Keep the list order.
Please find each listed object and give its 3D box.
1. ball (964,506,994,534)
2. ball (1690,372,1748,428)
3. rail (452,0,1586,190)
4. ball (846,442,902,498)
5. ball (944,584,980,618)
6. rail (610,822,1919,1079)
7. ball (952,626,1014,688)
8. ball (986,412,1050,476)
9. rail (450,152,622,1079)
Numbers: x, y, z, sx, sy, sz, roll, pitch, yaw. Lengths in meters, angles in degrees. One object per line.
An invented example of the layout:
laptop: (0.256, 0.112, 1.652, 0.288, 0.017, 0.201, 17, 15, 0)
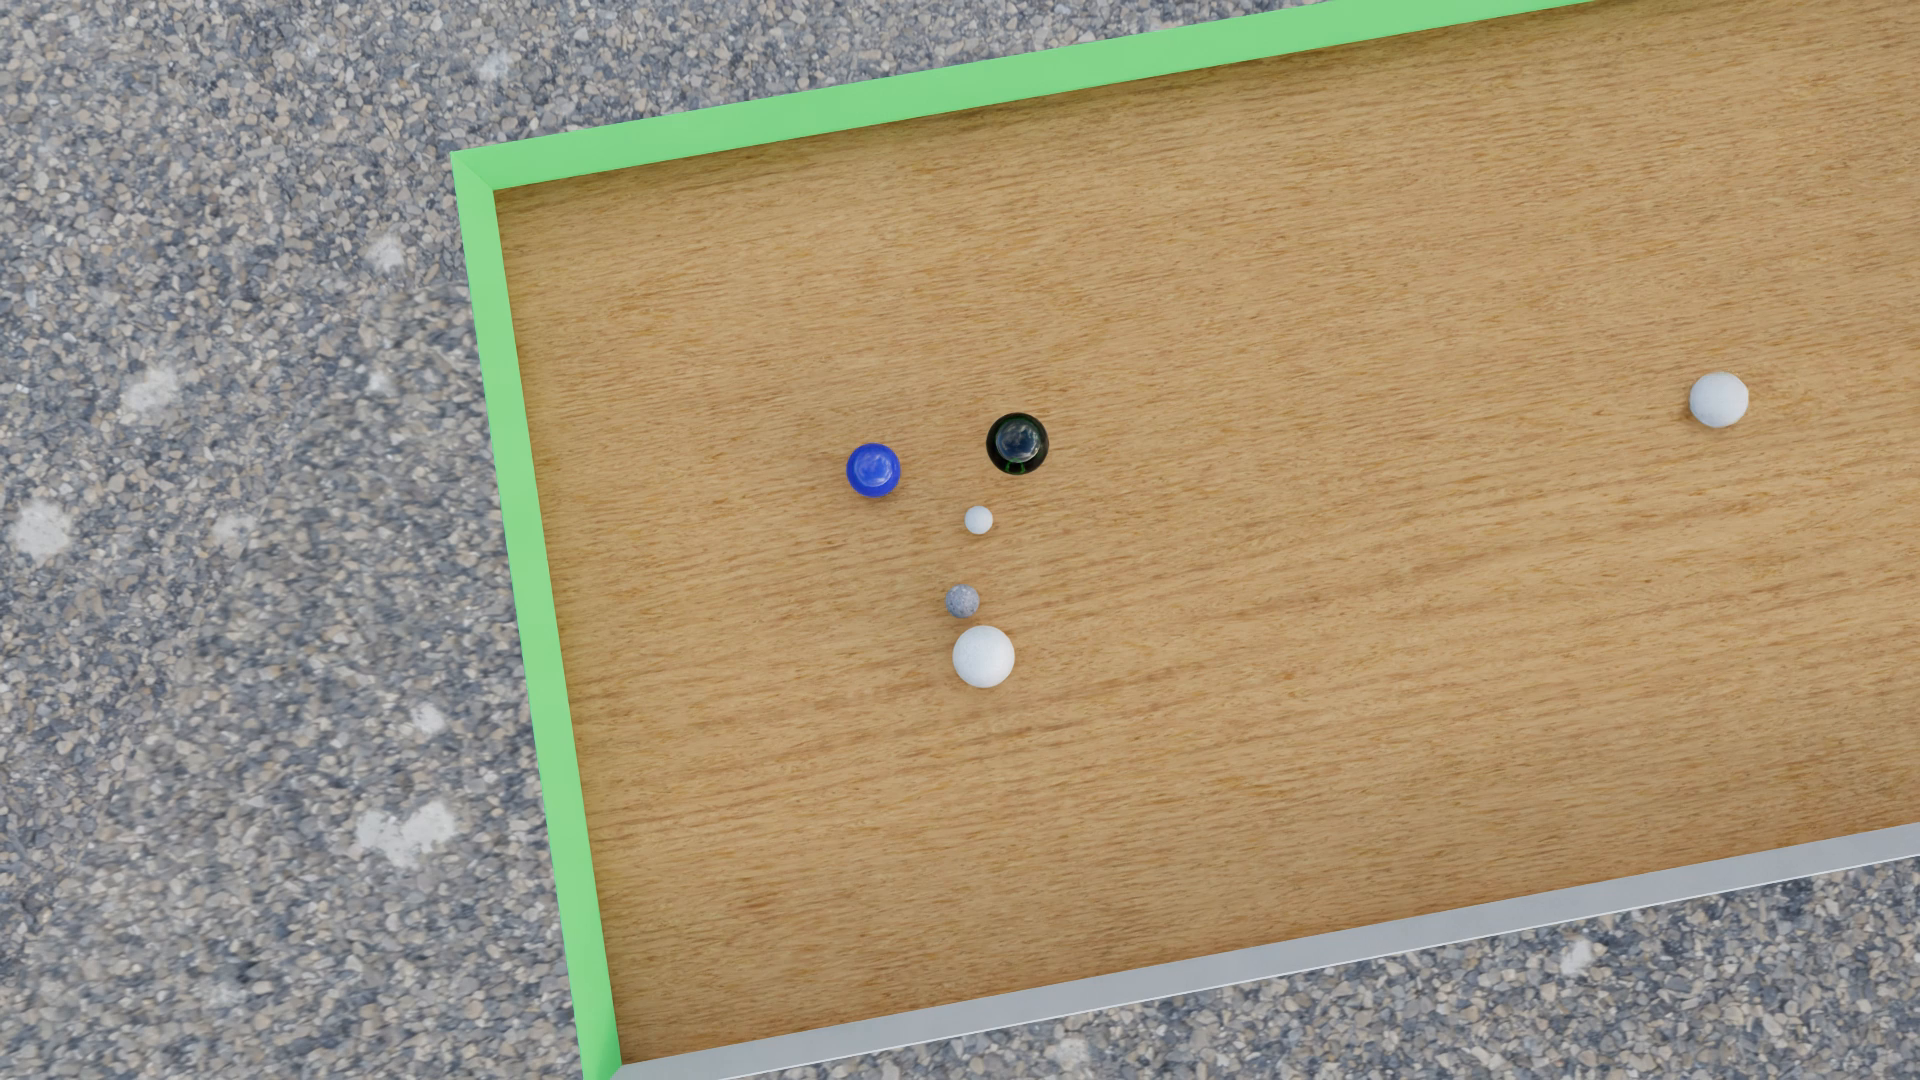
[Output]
ball: (0.028, -0.030, 3.324, 0.044, 0.044, 0.044, 0, 78, 0)
ball: (1.153, -0.214, 3.341, 0.086, 0.086, 0.086, 0, 78, 0)
rail: (0.521, -0.786, 3.440, 2.625, 0.125, 0.045, -10, 78, -2)
ball: (-0.131, -0.105, 3.319, 0.084, 0.084, 0.084, 0, 78, 0)
ball: (0.003, 0.092, 3.294, 0.052, 0.052, 0.052, 0, 78, 0)
rail: (0.770, 0.543, 3.161, 2.625, 0.125, 0.045, -10, 78, -2)
ball: (0.035, 0.173, 3.256, 0.093, 0.093, 0.093, 0, 78, 0)
ball: (0.087, -0.145, 3.321, 0.096, 0.096, 0.096, 0, 78, 0)
rail: (-0.622, 0.106, 3.253, 0.045, 0.125, 1.427, -10, 78, -2)
